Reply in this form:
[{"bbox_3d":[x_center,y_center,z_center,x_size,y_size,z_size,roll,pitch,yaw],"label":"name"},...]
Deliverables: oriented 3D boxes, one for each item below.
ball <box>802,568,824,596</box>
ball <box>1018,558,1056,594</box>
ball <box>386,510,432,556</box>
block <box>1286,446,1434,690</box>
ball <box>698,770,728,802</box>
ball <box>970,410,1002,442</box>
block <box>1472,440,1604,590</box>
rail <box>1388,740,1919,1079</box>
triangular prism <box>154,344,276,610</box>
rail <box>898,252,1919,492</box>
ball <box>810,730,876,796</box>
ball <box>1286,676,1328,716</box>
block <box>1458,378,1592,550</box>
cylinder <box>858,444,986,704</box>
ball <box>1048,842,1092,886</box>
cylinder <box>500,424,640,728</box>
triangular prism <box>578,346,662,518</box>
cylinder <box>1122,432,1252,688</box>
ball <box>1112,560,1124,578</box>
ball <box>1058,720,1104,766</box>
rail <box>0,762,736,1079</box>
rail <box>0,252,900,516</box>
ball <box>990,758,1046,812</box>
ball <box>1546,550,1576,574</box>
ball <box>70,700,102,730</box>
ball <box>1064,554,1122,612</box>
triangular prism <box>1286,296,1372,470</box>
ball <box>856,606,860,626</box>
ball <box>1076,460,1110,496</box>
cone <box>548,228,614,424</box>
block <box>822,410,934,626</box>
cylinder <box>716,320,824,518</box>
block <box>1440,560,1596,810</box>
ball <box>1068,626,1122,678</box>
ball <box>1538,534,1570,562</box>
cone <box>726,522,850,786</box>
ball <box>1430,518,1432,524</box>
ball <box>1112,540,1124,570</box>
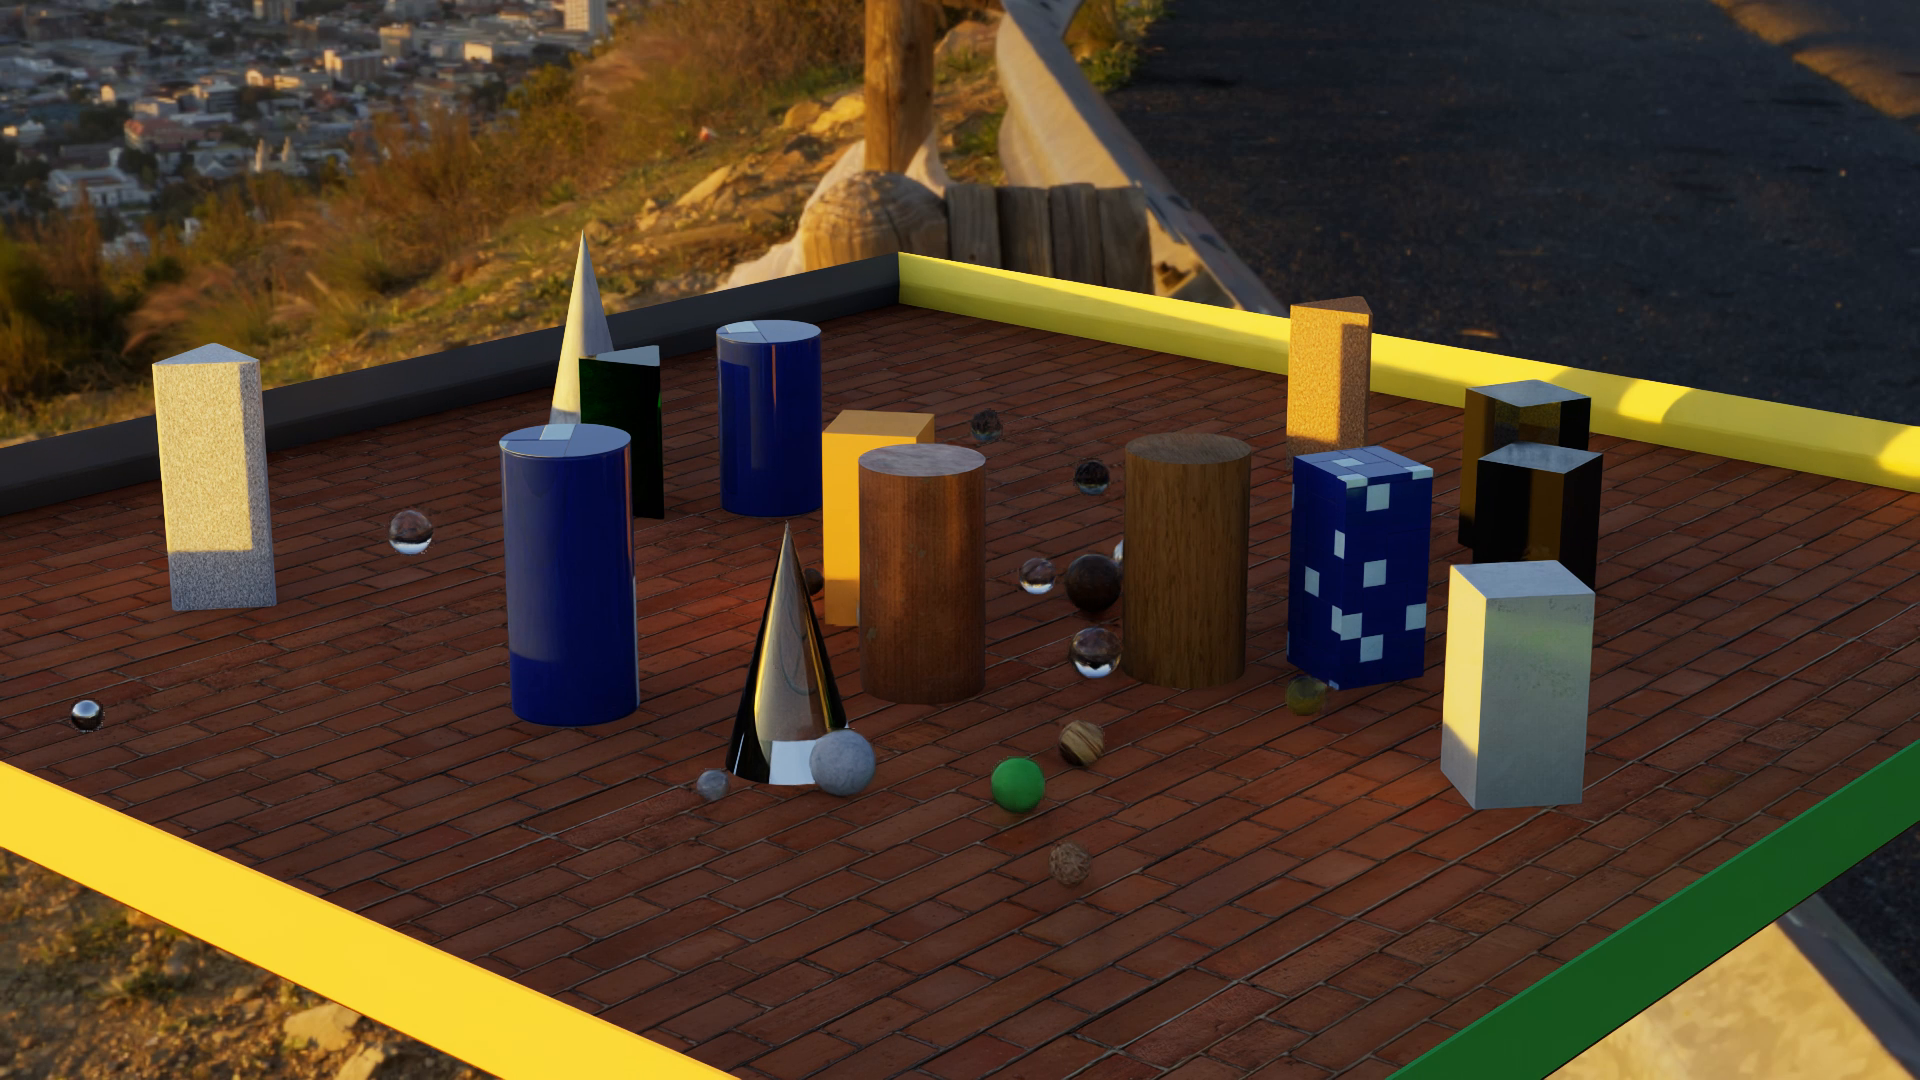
[{"bbox_3d":[-0.263,0.073,5.130,0.048,0.048,0.048,0,17,0],"label":"ball"},{"bbox_3d":[0.136,0.064,5.132,0.065,0.065,0.065,0,17,0],"label":"ball"},{"bbox_3d":[-1.006,-0.013,5.359,0.082,0.082,0.082,0,17,0],"label":"ball"},{"bbox_3d":[0.640,0.043,4.712,0.160,0.347,0.160,-8,18,-24],"label":"block"},{"bbox_3d":[-0.354,0.352,4.207,0.046,0.046,0.046,0,17,0],"label":"ball"},{"bbox_3d":[0.055,-0.238,6.131,0.066,0.066,0.066,0,17,0],"label":"ball"},{"bbox_3d":[0.997,-0.020,5.072,0.160,0.259,0.160,12,20,34],"label":"block"},{"bbox_3d":[1.273,0.351,4.062,0.045,0.130,3.459,14,22,39],"label":"rail"},{"bbox_3d":[-1.282,-0.112,5.074,0.173,0.435,0.150,-3,17,-9],"label":"triangular prism"},{"bbox_3d":[1.118,-0.339,6.353,3.418,0.130,0.045,14,22,39],"label":"rail"},{"bbox_3d":[-0.169,0.321,4.226,0.095,0.095,0.095,0,17,0],"label":"ball"},{"bbox_3d":[0.538,0.241,4.548,0.062,0.062,0.062,0,17,0],"label":"ball"},{"bbox_3d":[1.031,-0.126,5.362,0.160,0.295,0.160,-8,19,-26],"label":"block"},{"bbox_3d":[-0.060,0.052,4.639,0.200,0.371,0.200,0,17,0],"label":"cylinder"},{"bbox_3d":[0.146,0.433,3.917,0.057,0.057,0.057,0,17,0],"label":"ball"},{"bbox_3d":[-0.602,0.053,4.532,0.200,0.430,0.200,0,17,0],"label":"cylinder"},{"bbox_3d":[-0.617,-0.213,5.643,0.173,0.300,0.150,7,18,22],"label":"triangular prism"},{"bbox_3d":[0.363,0.031,4.712,0.200,0.370,0.200,0,17,0],"label":"cylinder"},{"bbox_3d":[0.262,0.060,5.166,0.052,0.052,0.052,0,17,0],"label":"ball"},{"bbox_3d":[0.179,0.301,4.339,0.068,0.068,0.068,0,17,0],"label":"ball"},{"bbox_3d":[-1.118,0.404,3.886,3.418,0.130,0.045,14,22,39],"label":"rail"},{"bbox_3d":[-1.273,-0.286,6.178,0.045,0.130,3.459,14,22,39],"label":"rail"},{"bbox_3d":[0.082,0.348,4.165,0.078,0.078,0.078,0,17,0],"label":"ball"},{"bbox_3d":[1.067,0.045,5.212,0.053,0.053,0.053,0,17,0],"label":"ball"},{"bbox_3d":[-1.336,0.268,4.484,0.047,0.047,0.047,0,17,0],"label":"ball"},{"bbox_3d":[0.229,0.073,5.040,0.100,0.100,0.100,0,17,0],"label":"ball"},{"bbox_3d":[0.771,-0.312,5.906,0.173,0.338,0.150,10,19,29],"label":"triangular prism"},{"bbox_3d":[-0.131,0.126,4.895,0.083,0.083,0.083,0,17,0],"label":"ball"},{"bbox_3d":[0.259,-0.121,5.741,0.068,0.068,0.068,0,17,0],"label":"ball"},{"bbox_3d":[-0.758,-0.400,5.962,0.200,0.474,0.200,0,17,0],"label":"cone"},{"bbox_3d":[-0.137,-0.036,4.992,0.160,0.336,0.160,3,17,10],"label":"block"},{"bbox_3d":[-0.365,-0.235,5.642,0.200,0.342,0.200,0,17,0],"label":"cylinder"},{"bbox_3d":[0.800,0.207,4.220,0.160,0.317,0.160,-3,17,-8],"label":"block"},{"bbox_3d":[0.217,0.181,4.710,0.084,0.084,0.084,0,17,0],"label":"ball"},{"bbox_3d":[1.073,0.017,5.296,0.056,0.056,0.056,0,17,0],"label":"ball"},{"bbox_3d":[-0.250,0.150,4.312,0.200,0.373,0.200,0,17,0],"label":"cone"},{"bbox_3d":[0.849,-0.035,5.469,0.060,0.060,0.060,0,17,0],"label":"ball"},{"bbox_3d":[0.309,0.034,5.213,0.076,0.076,0.076,0,17,0],"label":"ball"}]
